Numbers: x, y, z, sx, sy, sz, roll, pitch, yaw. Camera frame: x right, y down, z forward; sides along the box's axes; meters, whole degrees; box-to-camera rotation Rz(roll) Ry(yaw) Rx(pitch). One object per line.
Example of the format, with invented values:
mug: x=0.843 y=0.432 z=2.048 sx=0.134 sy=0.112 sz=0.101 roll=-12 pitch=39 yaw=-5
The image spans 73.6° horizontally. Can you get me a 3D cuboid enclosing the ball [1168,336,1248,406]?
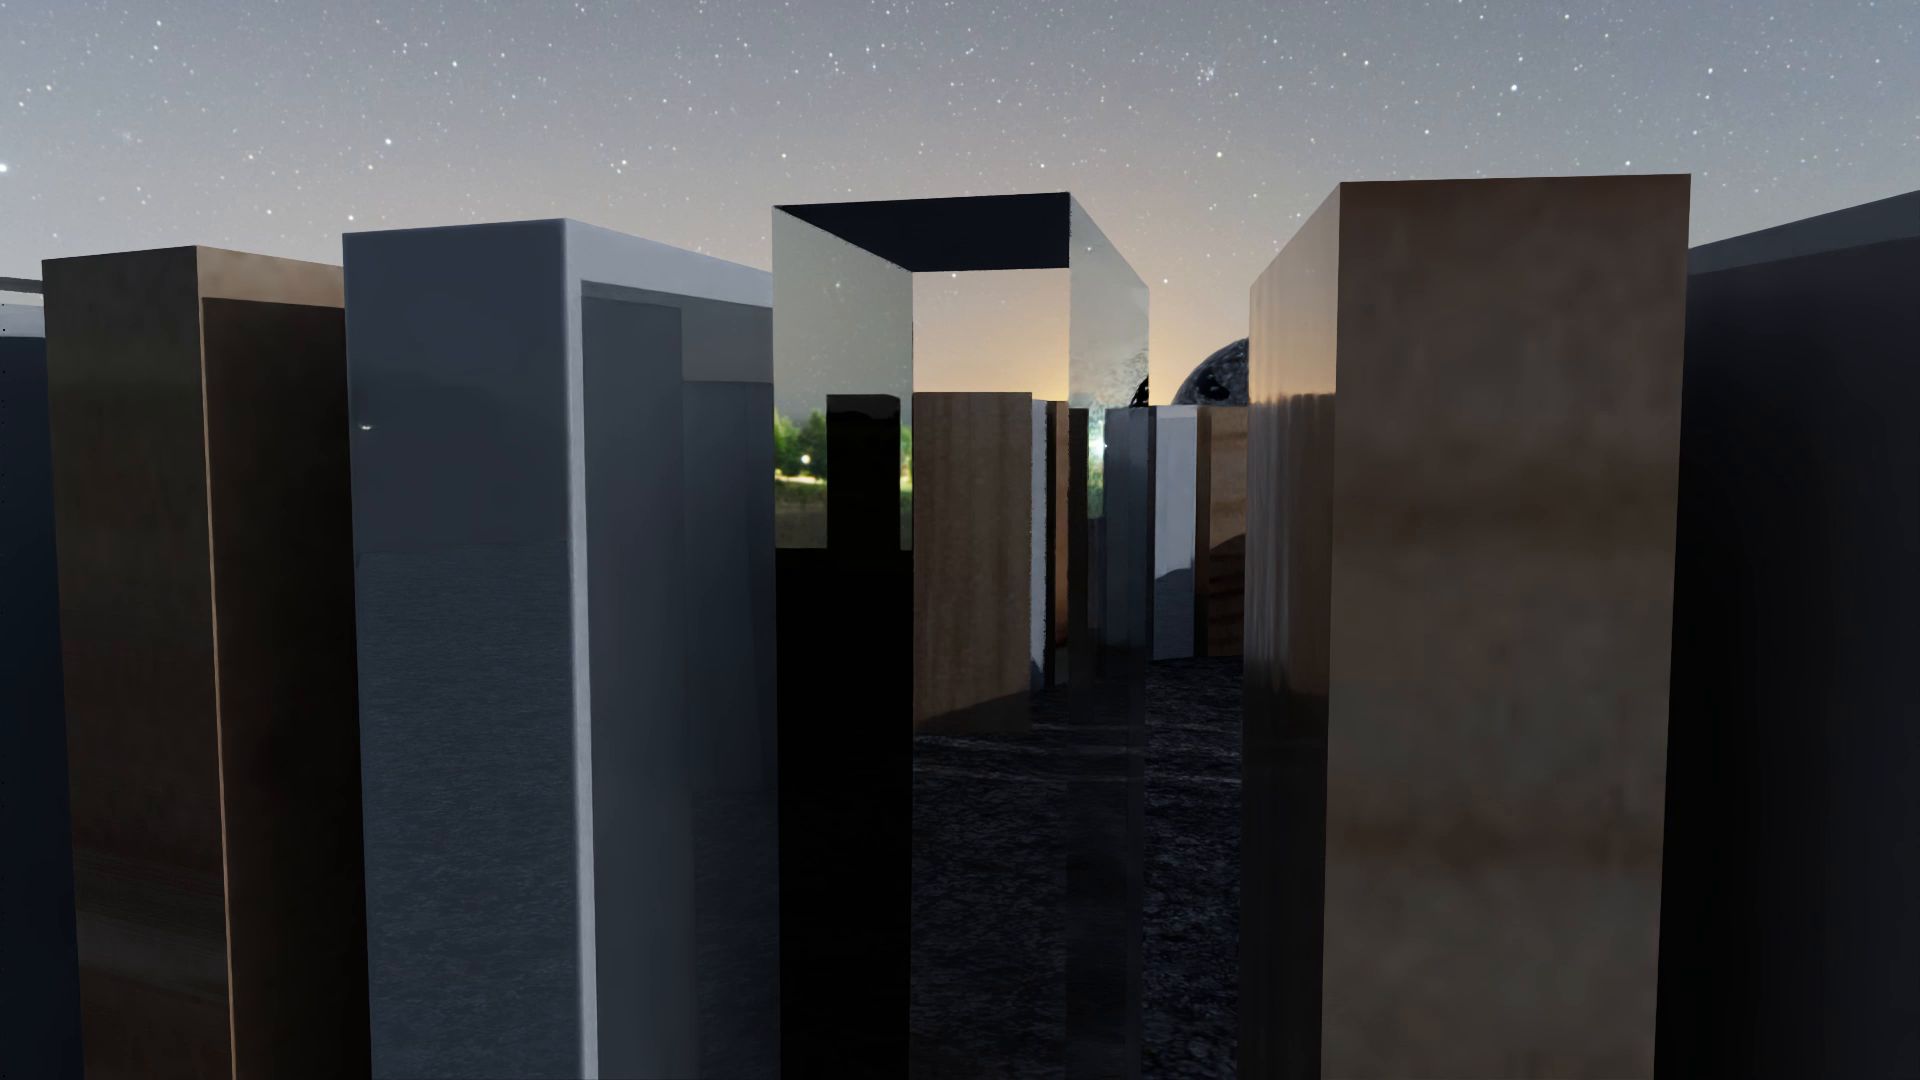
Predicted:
ball: x=0.108 y=-0.030 z=0.434 sx=0.080 sy=0.080 sz=0.080 roll=0 pitch=4 yaw=0

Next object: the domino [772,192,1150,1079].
domino: x=0.002 y=0.014 z=0.053 sx=0.010 sy=0.050 sz=0.025 roll=1 pitch=4 yaw=14

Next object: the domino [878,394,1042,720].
domino: x=0.000 y=0.002 z=0.201 sx=0.025 sy=0.050 sz=0.010 roll=0 pitch=4 yaw=0

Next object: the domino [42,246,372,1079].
domino: x=-0.028 y=0.013 z=0.064 sx=0.009 sy=0.050 sz=0.025 roll=2 pitch=5 yaw=24

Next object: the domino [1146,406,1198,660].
domino: x=0.037 y=-0.002 z=0.264 sx=0.009 sy=0.050 sz=0.025 roll=-2 pitch=5 yaw=-25

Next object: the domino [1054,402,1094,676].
domino: x=0.012 y=-0.001 z=0.245 sx=0.025 sy=0.050 sz=0.010 roll=4 pitch=6 yaw=41

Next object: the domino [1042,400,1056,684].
domino: x=0.004 y=0.000 z=0.232 sx=0.025 sy=0.050 sz=0.009 roll=2 pitch=5 yaw=23

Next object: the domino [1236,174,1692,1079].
domino: x=0.017 y=0.014 z=0.050 sx=0.009 sy=0.050 sz=0.025 roll=1 pitch=4 yaw=7

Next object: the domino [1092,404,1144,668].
domino: x=0.024 y=-0.002 z=0.256 sx=0.010 sy=0.050 sz=0.025 roll=-3 pitch=5 yaw=-38

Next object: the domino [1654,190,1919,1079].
domino: x=0.033 y=0.014 z=0.050 sx=0.009 sy=0.050 sz=0.025 roll=0 pitch=4 yaw=-2

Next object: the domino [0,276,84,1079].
domino: x=-0.042 y=0.012 z=0.071 sx=0.010 sy=0.050 sz=0.025 roll=2 pitch=5 yaw=29

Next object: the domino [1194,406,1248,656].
domino: x=0.052 y=-0.003 z=0.268 sx=0.009 sy=0.050 sz=0.025 roll=-1 pitch=4 yaw=-10

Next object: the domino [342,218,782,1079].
domino: x=-0.013 y=0.013 z=0.058 sx=0.009 sy=0.050 sz=0.025 roll=1 pitch=5 yaw=19

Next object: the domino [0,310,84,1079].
domino: x=-0.055 y=0.012 z=0.079 sx=0.010 sy=0.050 sz=0.025 roll=3 pitch=5 yaw=35

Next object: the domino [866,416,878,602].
domino: x=-0.030 y=-0.009 z=0.355 sx=0.009 sy=0.050 sz=0.025 roll=-2 pitch=5 yaw=-29
